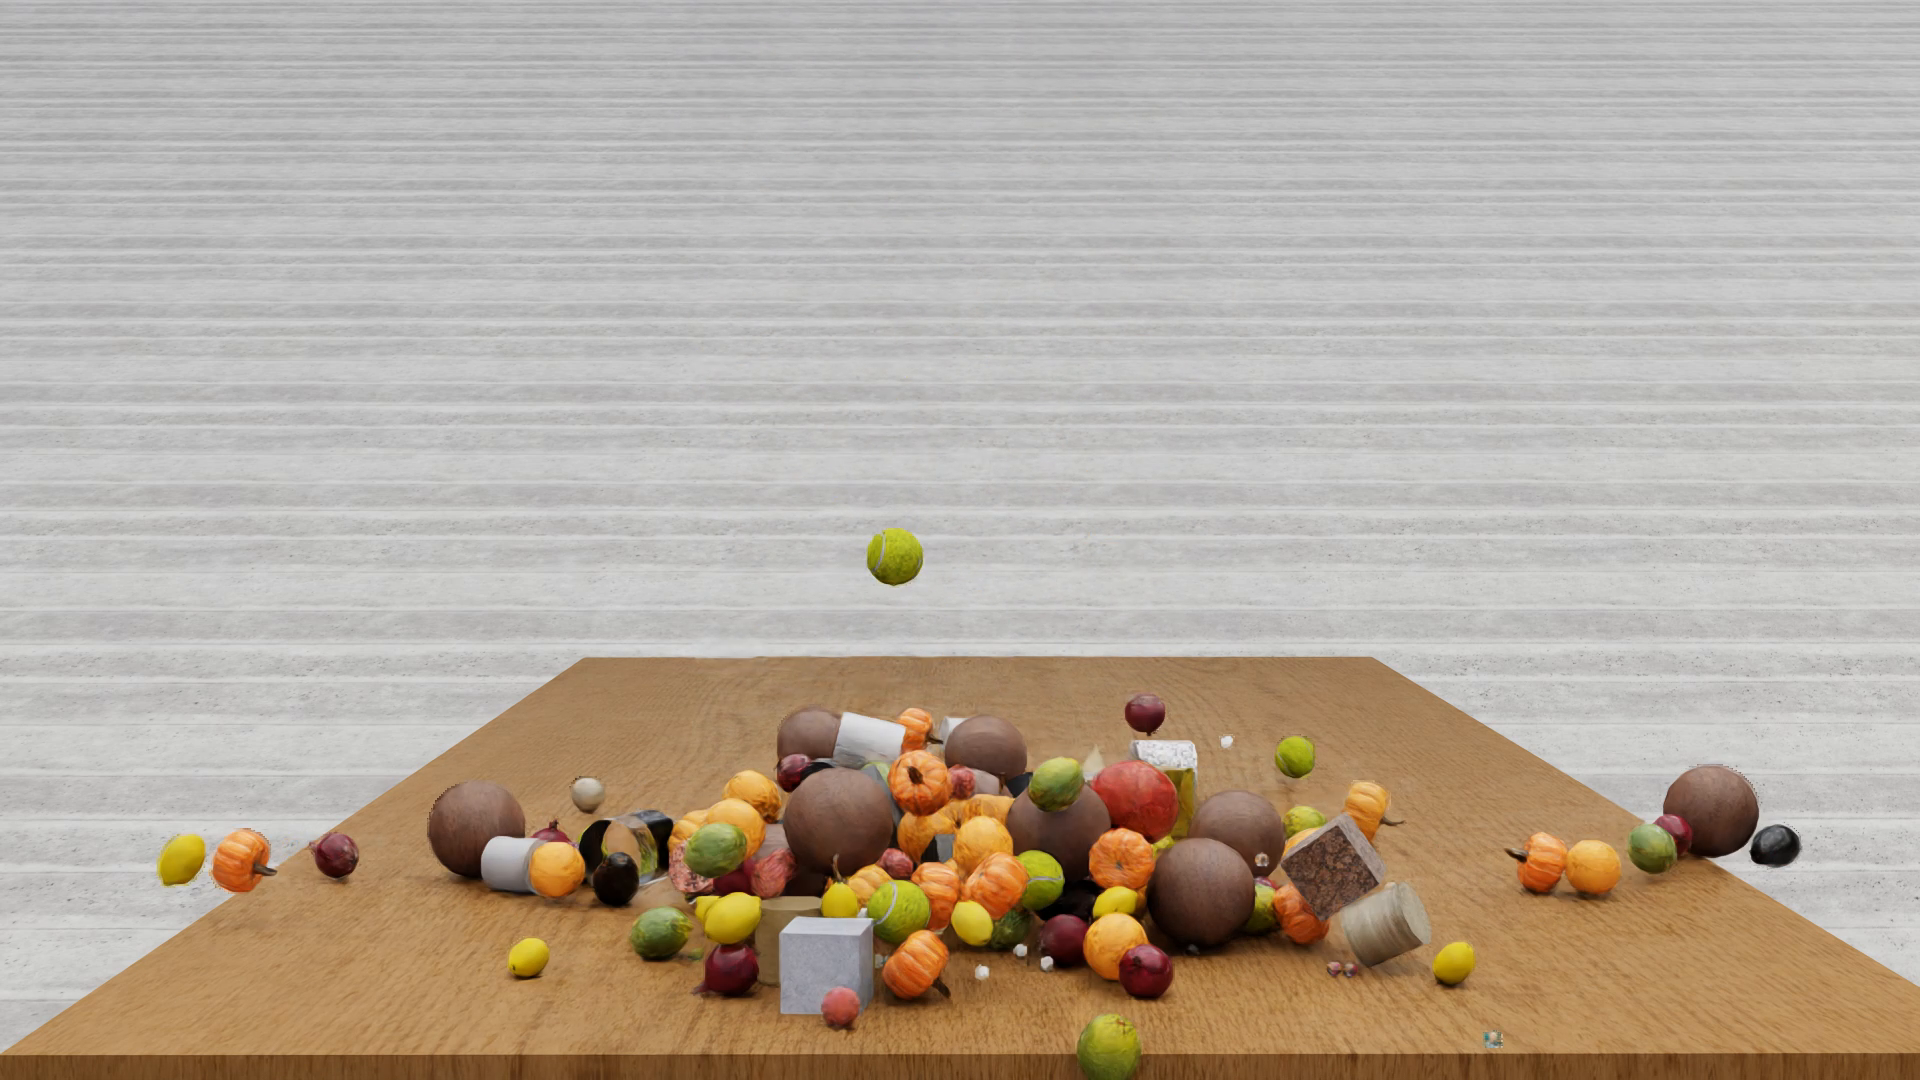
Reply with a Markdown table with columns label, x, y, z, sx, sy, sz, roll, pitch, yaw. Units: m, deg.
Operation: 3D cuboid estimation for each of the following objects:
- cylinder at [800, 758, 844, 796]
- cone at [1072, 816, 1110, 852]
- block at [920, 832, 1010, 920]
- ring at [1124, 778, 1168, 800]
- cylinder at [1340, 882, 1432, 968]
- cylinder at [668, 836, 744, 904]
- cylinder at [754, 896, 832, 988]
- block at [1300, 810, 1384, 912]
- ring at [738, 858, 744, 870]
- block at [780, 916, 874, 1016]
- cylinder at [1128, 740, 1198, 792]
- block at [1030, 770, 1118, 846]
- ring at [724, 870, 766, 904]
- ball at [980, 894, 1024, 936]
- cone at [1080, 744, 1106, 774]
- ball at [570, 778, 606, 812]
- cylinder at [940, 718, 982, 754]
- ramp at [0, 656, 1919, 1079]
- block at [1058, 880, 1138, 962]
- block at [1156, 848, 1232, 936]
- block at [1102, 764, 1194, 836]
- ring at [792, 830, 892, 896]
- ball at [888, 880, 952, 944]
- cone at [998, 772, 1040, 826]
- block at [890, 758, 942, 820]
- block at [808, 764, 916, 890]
| label | x | y | z | sx | sy | sz | roll | pitch | yaw |
| --- | --- | --- | --- | --- | --- | --- | --- | --- | --- |
| cylinder | -0.189 | 0.327 | 3.526 | 0.053 | 0.053 | 0.053 | 2 | 2 | 5 |
| cone | 0.179 | 0.433 | 3.687 | 0.054 | 0.054 | 0.054 | -33 | 36 | -30 |
| block | 0.006 | 0.416 | 3.173 | 0.084 | 0.084 | 0.084 | -1 | 64 | -16 |
| ring | 0.320 | 0.401 | 4.206 | 0.103 | 0.034 | 0.103 | 1 | 8 | 0 |
| cylinder | 0.483 | 0.436 | 2.913 | 0.074 | 0.074 | 0.074 | -28 | 10 | 25 |
| cylinder | -0.322 | 0.420 | 3.262 | 0.071 | 0.071 | 0.071 | 10 | -16 | 25 |
| cylinder | -0.185 | 0.446 | 2.859 | 0.085 | 0.085 | 0.085 | 0 | 3 | 0 |
| block | 0.475 | 0.403 | 3.203 | 0.083 | 0.083 | 0.083 | 11 | 37 | 13 |
| ring | -0.336 | 0.443 | 3.467 | 0.091 | 0.030 | 0.091 | 1 | 2 | 0 |
| block | -0.141 | 0.453 | 2.738 | 0.085 | 0.085 | 0.085 | 0 | 3 | 8 |
| cylinder | 0.324 | 0.368 | 4.121 | 0.094 | 0.094 | 0.094 | 2 | 21 | -9 |
| block | 0.167 | 0.394 | 3.789 | 0.093 | 0.093 | 0.093 | 2 | 4 | 36 |
| ring | -0.297 | 0.449 | 3.332 | 0.095 | 0.032 | 0.095 | 0 | 7 | 0 |
| ball | 0.051 | 0.451 | 3.095 | 0.052 | 0.052 | 0.052 | 0 | 21 | 0 |
| cone | 0.220 | 0.370 | 4.235 | 0.074 | 0.074 | 0.074 | 5 | -6 | 1 |
| ball | -0.586 | 0.401 | 4.046 | 0.053 | 0.053 | 0.053 | 0 | 21 | 0 |
| cylinder | 0.001 | 0.357 | 4.702 | 0.063 | 0.063 | 0.063 | 6 | 19 | -16 |
| ramp | 0.050 | 0.452 | 4.532 | 2.000 | 0.100 | 4.000 | 0 | 3 | 0 |
| block | 0.161 | 0.442 | 2.988 | 0.071 | 0.071 | 0.071 | 9 | 4 | 13 |
| block | 0.285 | 0.429 | 3.139 | 0.090 | 0.090 | 0.090 | 0 | 3 | 6 |
| block | 0.280 | 0.388 | 3.816 | 0.096 | 0.096 | 0.096 | -2 | 0 | -32 |
| ring | -0.152 | 0.420 | 3.394 | 0.139 | 0.046 | 0.139 | -1 | 28 | 1 |
| ball | -0.048 | 0.440 | 3.045 | 0.075 | 0.075 | 0.075 | 0 | 21 | 0 |
| cone | 0.117 | 0.415 | 3.887 | 0.092 | 0.092 | 0.092 | -7 | 32 | -18 |
| block | -0.086 | 0.388 | 4.006 | 0.082 | 0.082 | 0.082 | -3 | 4 | -42 |
| block | -0.126 | 0.369 | 3.304 | 0.096 | 0.096 | 0.096 | -26 | 29 | 5 |
